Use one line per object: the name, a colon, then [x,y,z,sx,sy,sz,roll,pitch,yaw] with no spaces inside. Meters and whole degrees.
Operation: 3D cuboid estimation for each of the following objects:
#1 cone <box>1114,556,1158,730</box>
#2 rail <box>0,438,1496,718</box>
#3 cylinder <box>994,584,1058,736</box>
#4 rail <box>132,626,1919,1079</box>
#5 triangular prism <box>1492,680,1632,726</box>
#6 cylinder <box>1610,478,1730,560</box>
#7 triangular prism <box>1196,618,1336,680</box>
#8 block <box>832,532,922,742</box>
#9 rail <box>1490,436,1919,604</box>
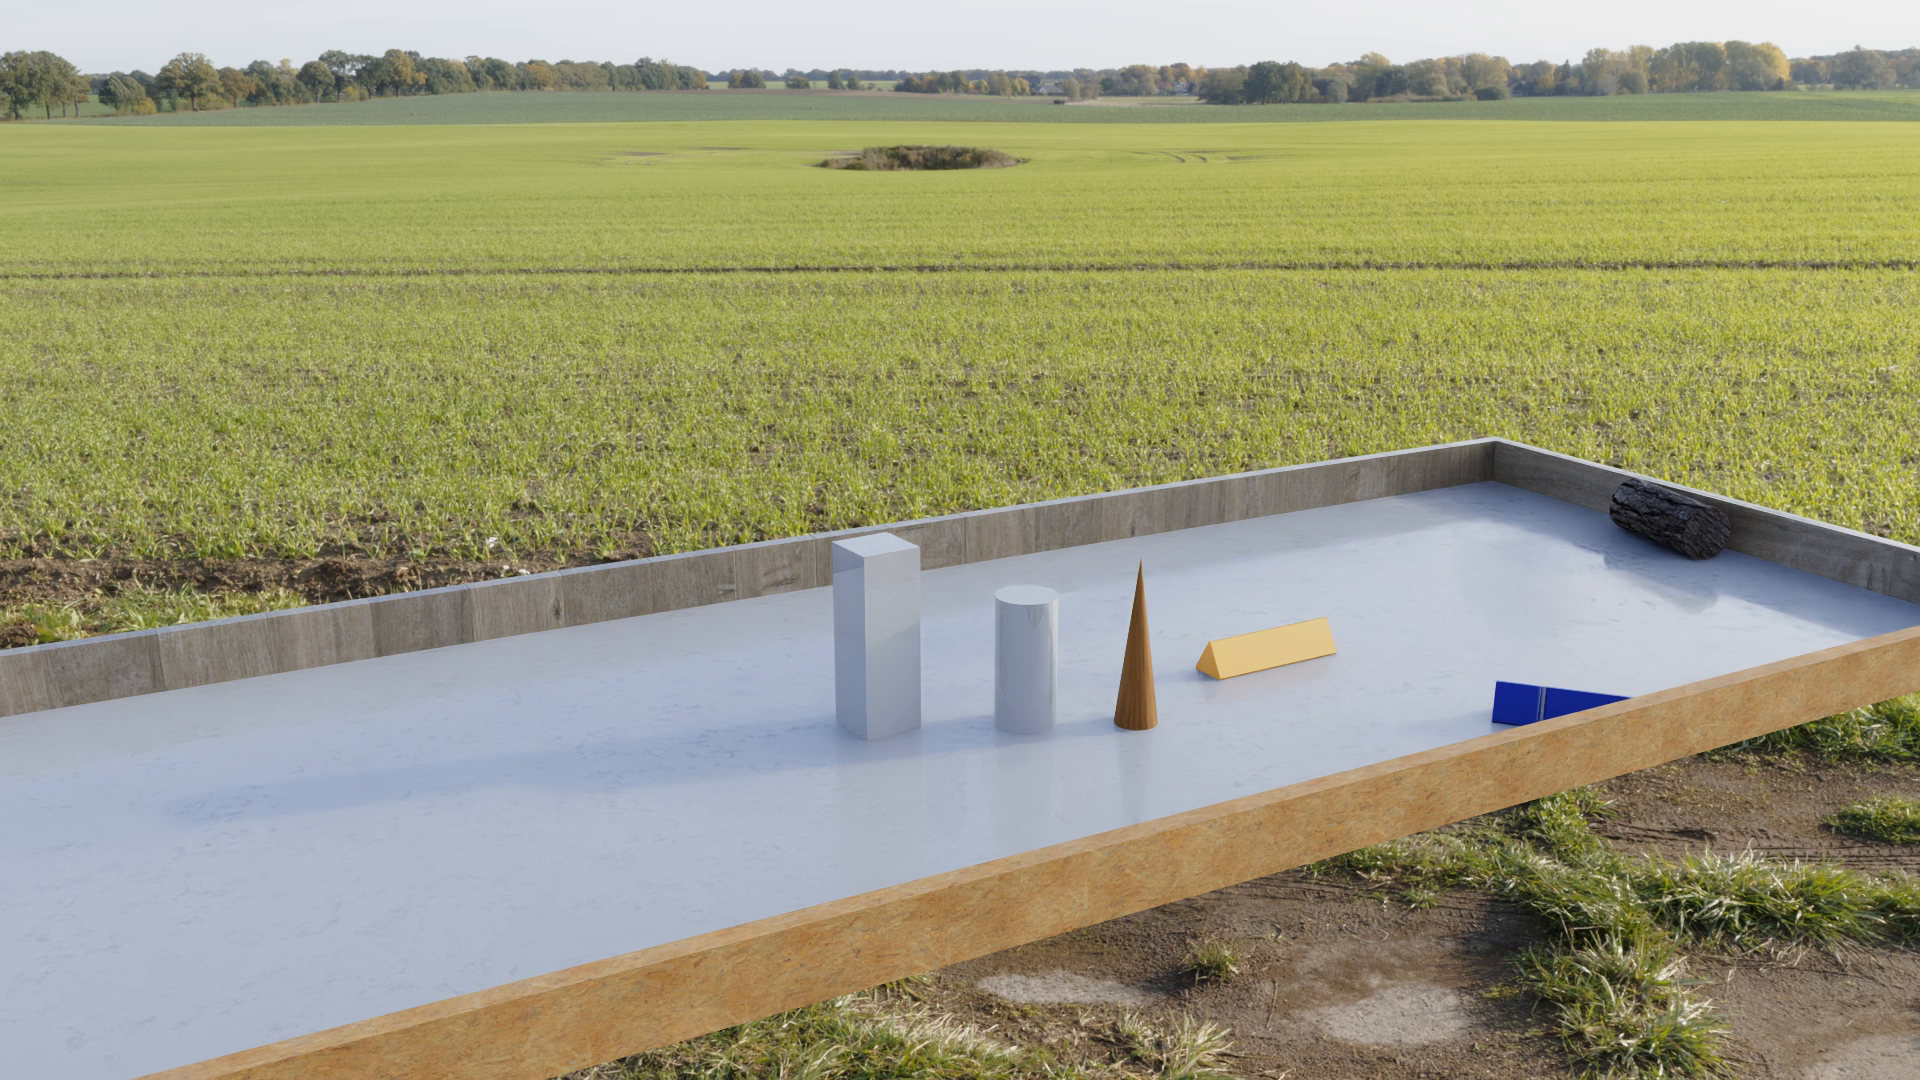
cone: [0.415,0.234,3.837,0.104,0.408,0.104,0,16,0]
rail: [-3.305,0.497,3.399,12.000,0.150,0.050,-9,18,-27]
cylinder: [0.154,0.279,3.844,0.147,0.318,0.147,0,16,0]
rail: [-2.336,1.006,1.665,12.000,0.150,0.050,-9,18,-27]
triangular prism: [1.458,0.394,3.854,0.399,0.086,0.099,6,17,20]
cylinder: [2.272,-0.070,5.290,0.170,0.170,0.372,-4,17,-14]
triangular prism: [0.798,0.271,4.272,0.386,0.086,0.099,-9,19,-29]
block: [-0.192,0.221,3.819,0.146,0.441,0.146,-11,19,-32]
rail: [2.466,-0.048,5.253,0.050,0.150,2.100,-9,18,-27]
